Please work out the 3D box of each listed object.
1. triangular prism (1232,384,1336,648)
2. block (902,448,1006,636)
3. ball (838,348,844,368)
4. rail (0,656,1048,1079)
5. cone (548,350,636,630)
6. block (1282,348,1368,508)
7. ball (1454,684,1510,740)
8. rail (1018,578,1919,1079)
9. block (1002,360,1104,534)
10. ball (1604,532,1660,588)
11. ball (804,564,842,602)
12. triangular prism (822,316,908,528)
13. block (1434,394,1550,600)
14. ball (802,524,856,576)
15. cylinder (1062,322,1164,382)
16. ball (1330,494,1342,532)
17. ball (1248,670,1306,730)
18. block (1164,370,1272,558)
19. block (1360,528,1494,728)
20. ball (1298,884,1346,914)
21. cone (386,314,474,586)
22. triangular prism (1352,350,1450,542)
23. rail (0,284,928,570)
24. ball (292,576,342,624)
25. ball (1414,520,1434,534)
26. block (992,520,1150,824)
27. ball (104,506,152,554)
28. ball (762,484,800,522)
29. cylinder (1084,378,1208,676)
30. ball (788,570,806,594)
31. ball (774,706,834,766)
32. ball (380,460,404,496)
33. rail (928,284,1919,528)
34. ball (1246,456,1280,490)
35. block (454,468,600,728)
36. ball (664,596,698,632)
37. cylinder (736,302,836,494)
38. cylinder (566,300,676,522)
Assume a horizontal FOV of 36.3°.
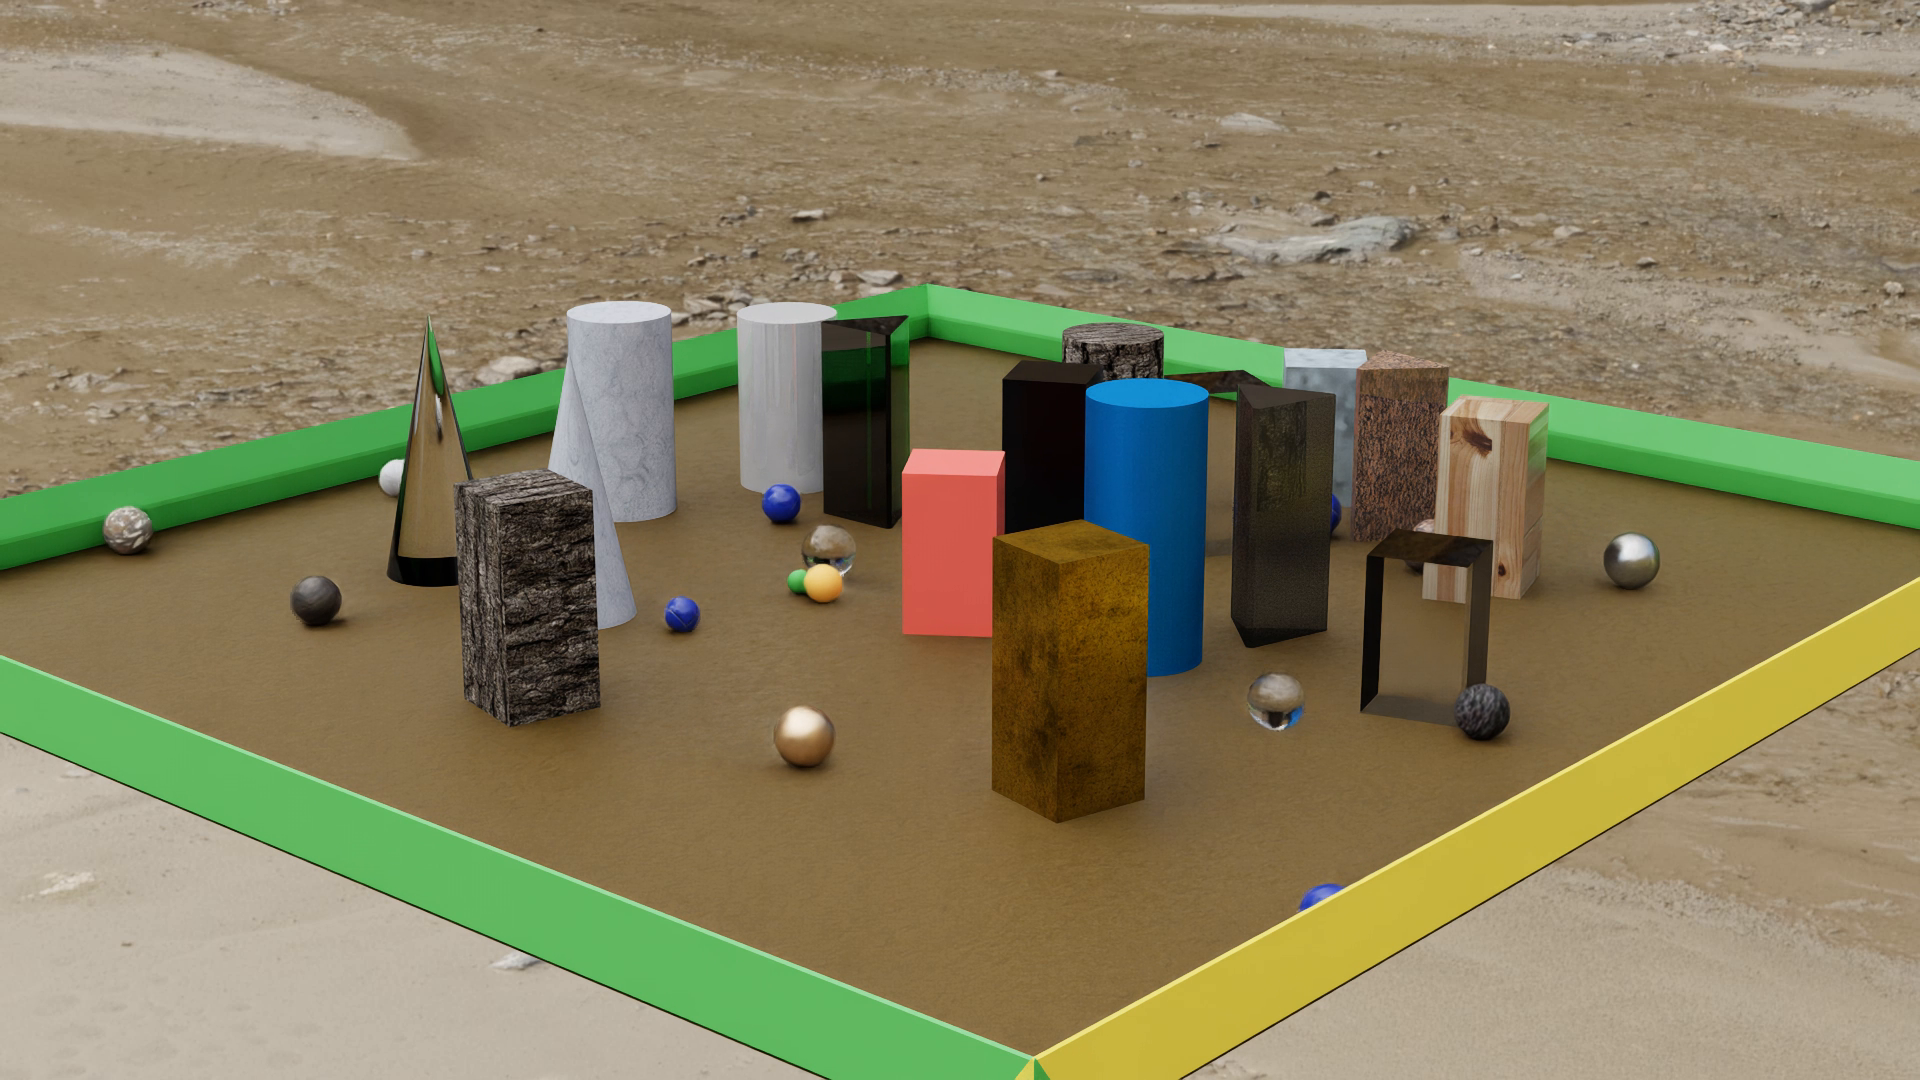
[{"bbox_3d":[0.508,-0.048,4.903,0.170,0.409,0.148,-11,20,-32],"label":"triangular prism"},{"bbox_3d":[-0.010,0.004,4.954,0.157,0.280,0.157,2,17,6],"label":"block"},{"bbox_3d":[-0.299,-0.419,6.734,0.061,0.061,0.061,0,17,0],"label":"ball"},{"bbox_3d":[-0.958,0.351,4.063,2.790,0.128,0.045,14,22,39],"label":"rail"},{"bbox_3d":[-0.654,-0.095,4.967,0.197,0.462,0.197,0,17,0],"label":"cone"},{"bbox_3d":[0.706,-0.218,5.697,0.157,0.276,0.157,1,17,4],"label":"block"},{"bbox_3d":[0.792,0.260,4.444,0.084,0.084,0.084,0,17,0],"label":"ball"},{"bbox_3d":[1.035,0.291,4.259,0.045,0.128,2.971,14,22,39],"label":"rail"},{"bbox_3d":[0.173,-0.168,5.485,0.157,0.301,0.157,4,17,14],"label":"block"},{"bbox_3d":[1.184,0.035,5.164,0.098,0.098,0.098,0,17,0],"label":"ball"},{"bbox_3d":[-0.238,0.075,5.089,0.066,0.066,0.066,0,17,0],"label":"ball"},{"bbox_3d":[-0.148,-0.232,5.573,0.170,0.374,0.148,14,22,39],"label":"triangular prism"},{"bbox_3d":[0.933,-0.077,5.160,0.157,0.316,0.157,7,18,22],"label":"block"},{"bbox_3d":[-0.234,0.020,5.218,0.097,0.097,0.097,0,17,0],"label":"ball"},{"bbox_3d":[0.296,-0.246,5.714,0.197,0.320,0.197,0,17,0],"label":"cylinder"},{"bbox_3d":[0.667,-0.051,5.466,0.091,0.091,0.091,0,17,0],"label":"ball"},{"bbox_3d":[0.484,0.245,4.483,0.090,0.090,0.090,0,17,0],"label":"ball"},{"bbox_3d":[0.473,-0.141,5.390,0.157,0.306,0.157,-5,17,-16],"label":"block"},{"bbox_3d":[0.726,0.135,4.561,0.157,0.256,0.157,7,18,23],"label":"block"},{"bbox_3d":[0.470,0.477,3.727,0.081,0.081,0.081,0,17,0],"label":"ball"},{"bbox_3d":[-0.931,-0.173,5.202,0.197,0.475,0.197,0,17,0],"label":"cone"},{"bbox_3d":[0.803,-0.179,5.476,0.170,0.328,0.148,-2,17,-6],"label":"triangular prism"},{"bbox_3d":[-1.035,-0.227,5.981,0.045,0.128,2.971,14,22,39],"label":"rail"},{"bbox_3d":[-1.091,0.101,4.971,0.083,0.083,0.083,0,17,0],"label":"ball"},{"bbox_3d":[0.854,0.002,5.307,0.080,0.080,0.080,0,17,0],"label":"ball"},{"bbox_3d":[0.156,0.184,4.177,0.157,0.382,0.157,-11,20,-33],"label":"block"},{"bbox_3d":[-1.521,-0.018,5.360,0.087,0.087,0.087,0,17,0],"label":"ball"},{"bbox_3d":[-0.339,-0.070,5.554,0.074,0.074,0.074,0,17,0],"label":"ball"},{"bbox_3d":[0.299,-0.022,4.750,0.197,0.446,0.197,0,17,0],"label":"cylinder"},{"bbox_3d":[-0.280,0.073,5.135,0.043,0.043,0.043,0,17,0],"label":"ball"},{"bbox_3d":[-0.230,0.289,4.335,0.090,0.090,0.090,0,17,0],"label":"ball"},{"bbox_3d":[-1.098,-0.121,5.726,0.073,0.073,0.073,0,17,0],"label":"ball"},{"bbox_3d":[0.958,-0.286,6.177,2.790,0.128,0.045,14,22,39],"label":"rail"},{"bbox_3d":[0.598,-0.132,5.775,0.066,0.066,0.066,0,17,0],"label":"ball"},{"bbox_3d":[-0.671,0.087,4.552,0.157,0.353,0.157,-11,20,-33],"label":"block"},{"bbox_3d":[-0.469,0.124,4.937,0.059,0.059,0.059,0,17,0],"label":"ball"},{"bbox_3d":[-0.339,-0.281,5.790,0.197,0.343,0.197,0,17,0],"label":"cylinder"},{"bbox_3d":[-0.645,-0.247,5.602,0.197,0.386,0.197,0,17,0],"label":"cylinder"}]
